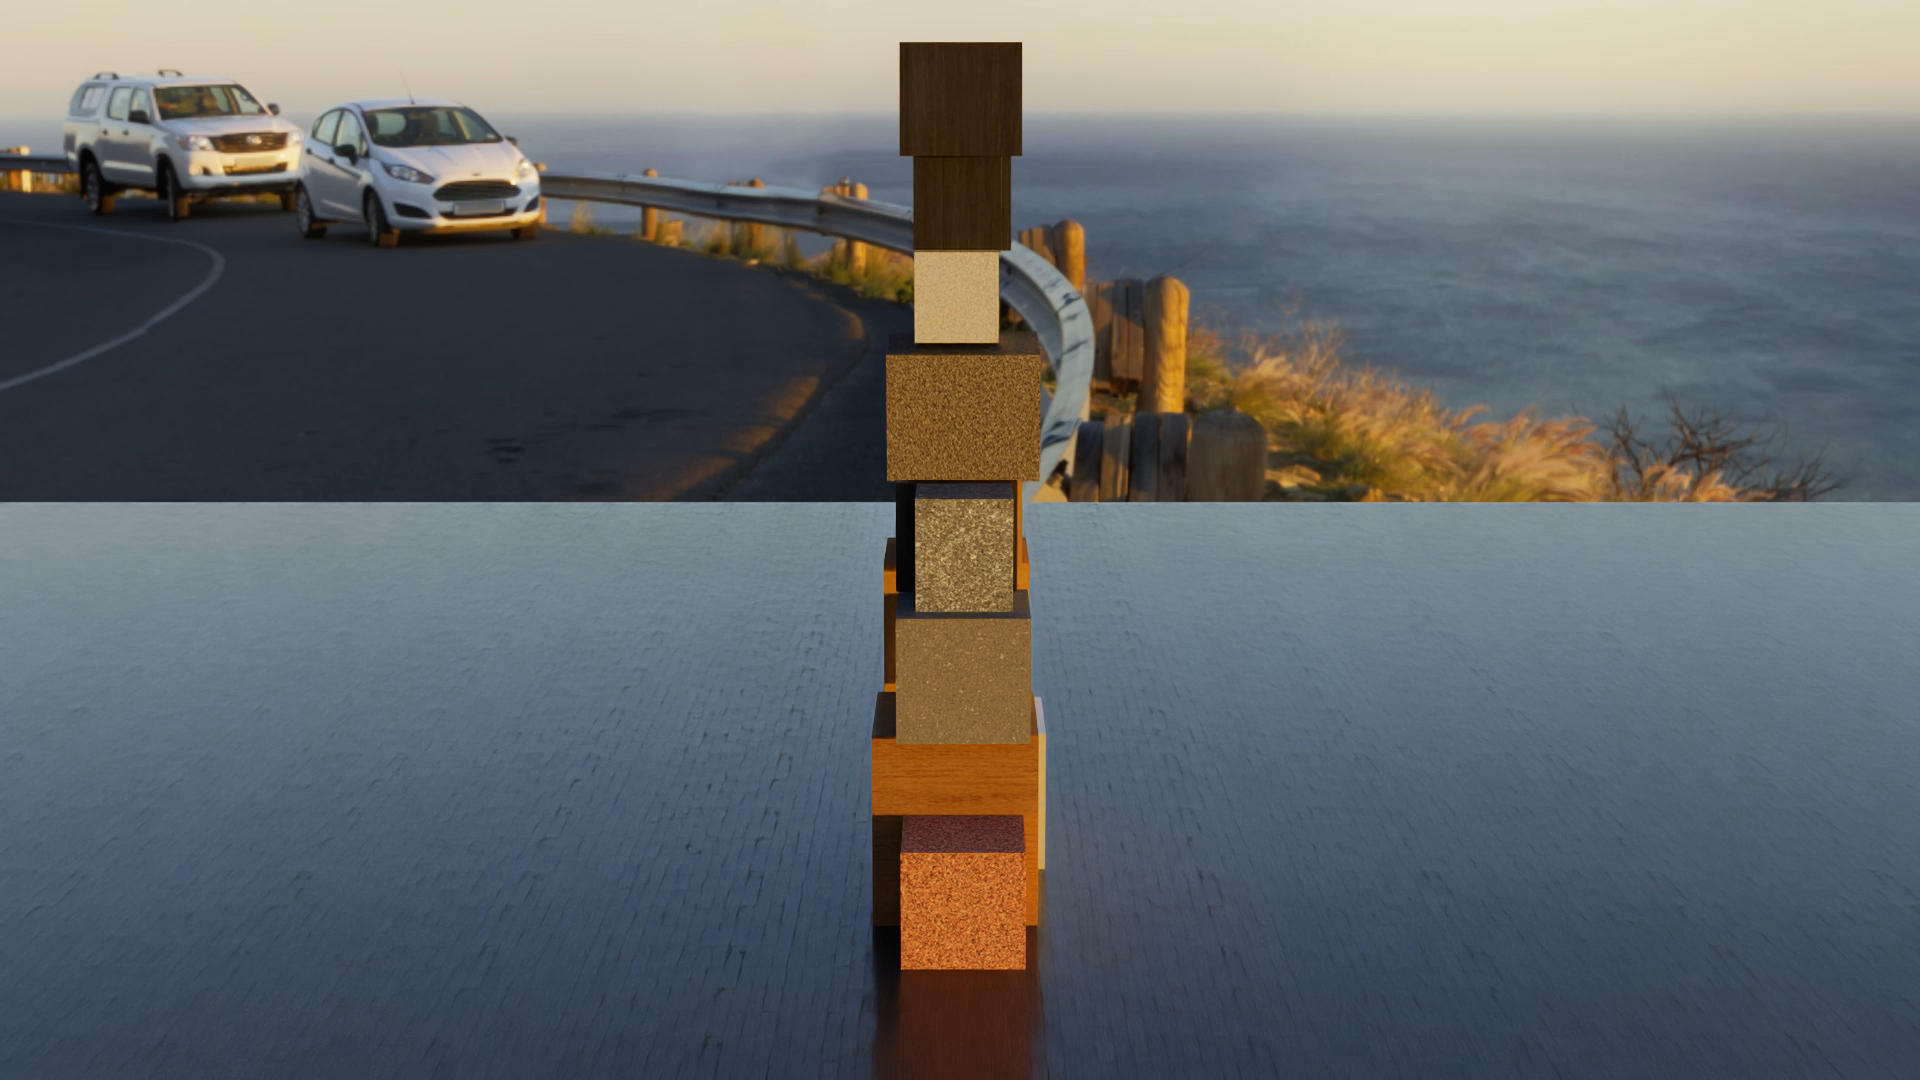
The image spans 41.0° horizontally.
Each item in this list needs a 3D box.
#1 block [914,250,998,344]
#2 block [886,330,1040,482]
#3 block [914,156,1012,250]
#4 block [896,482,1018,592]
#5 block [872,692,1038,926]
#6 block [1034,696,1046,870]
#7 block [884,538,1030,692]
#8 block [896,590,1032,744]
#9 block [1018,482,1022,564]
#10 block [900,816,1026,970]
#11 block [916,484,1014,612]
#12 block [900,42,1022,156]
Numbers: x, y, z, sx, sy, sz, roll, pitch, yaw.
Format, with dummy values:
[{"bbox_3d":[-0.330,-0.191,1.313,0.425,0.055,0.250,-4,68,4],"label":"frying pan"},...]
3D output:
[{"bbox_3d":[-0.014,-1.049,10.934,0.353,0.382,0.361,0,11,0],"label":"block"},{"bbox_3d":[0.014,-0.585,11.046,0.645,0.543,0.557,0,16,0],"label":"block"},{"bbox_3d":[0.009,-1.433,10.865,0.408,0.393,0.347,0,10,0],"label":"block"},{"bbox_3d":[-0.014,-0.054,11.103,0.514,0.465,0.531,0,9,0],"label":"block"},{"bbox_3d":[-0.019,1.140,11.014,0.687,0.817,0.763,0,10,0],"label":"block"},{"bbox_3d":[0.006,1.104,11.749,0.749,0.625,0.677,0,10,0],"label":"block"},{"bbox_3d":[-0.016,0.403,11.821,0.649,0.727,0.654,0,10,0],"label":"block"},{"bbox_3d":[0.014,0.520,10.683,0.547,0.521,0.606,0,10,0],"label":"block"},{"bbox_3d":[0.016,-0.184,11.630,0.517,0.496,0.539,0,10,0],"label":"block"},{"bbox_3d":[0.013,1.422,10.401,0.494,0.481,0.523,0,10,0],"label":"block"},{"bbox_3d":[0.017,0.027,10.631,0.398,0.466,0.401,0,10,0],"label":"block"},{"bbox_3d":[0.004,-1.855,10.792,0.505,0.463,0.475,0,10,0],"label":"block"}]
